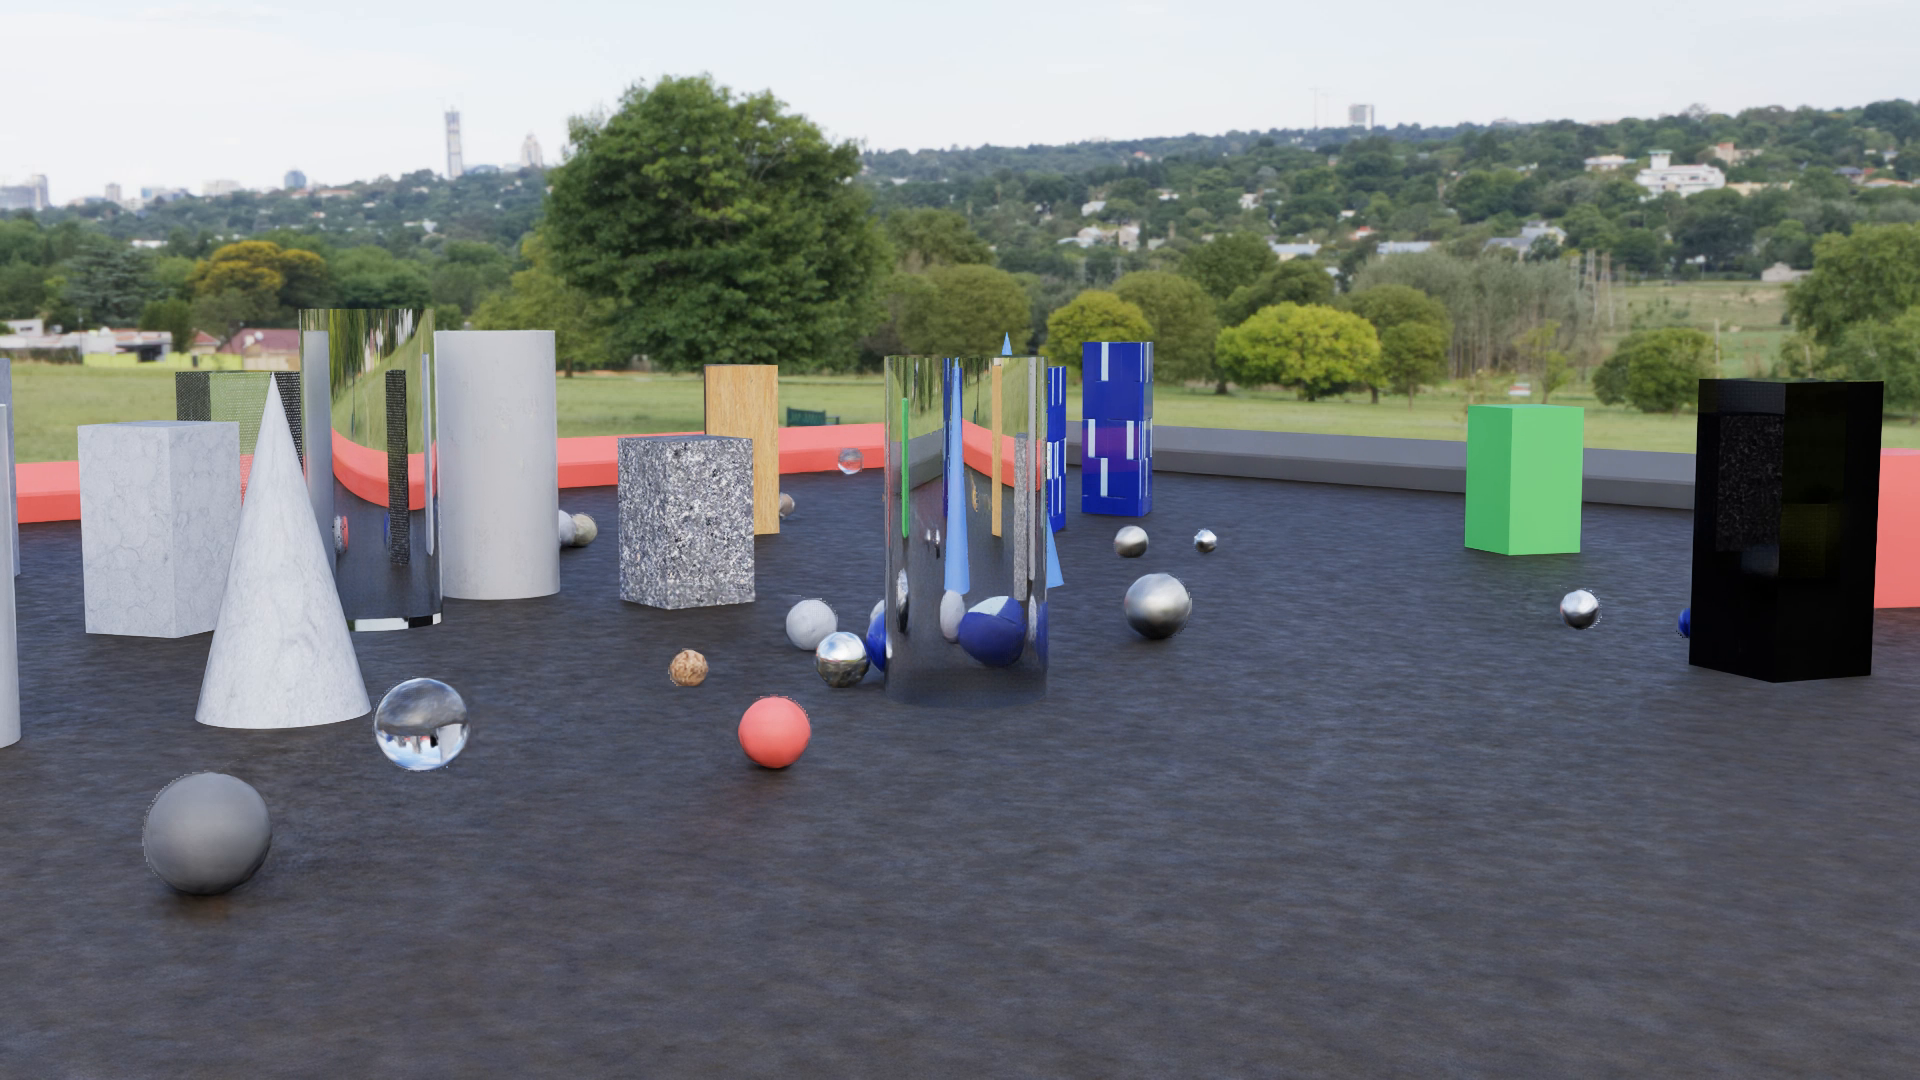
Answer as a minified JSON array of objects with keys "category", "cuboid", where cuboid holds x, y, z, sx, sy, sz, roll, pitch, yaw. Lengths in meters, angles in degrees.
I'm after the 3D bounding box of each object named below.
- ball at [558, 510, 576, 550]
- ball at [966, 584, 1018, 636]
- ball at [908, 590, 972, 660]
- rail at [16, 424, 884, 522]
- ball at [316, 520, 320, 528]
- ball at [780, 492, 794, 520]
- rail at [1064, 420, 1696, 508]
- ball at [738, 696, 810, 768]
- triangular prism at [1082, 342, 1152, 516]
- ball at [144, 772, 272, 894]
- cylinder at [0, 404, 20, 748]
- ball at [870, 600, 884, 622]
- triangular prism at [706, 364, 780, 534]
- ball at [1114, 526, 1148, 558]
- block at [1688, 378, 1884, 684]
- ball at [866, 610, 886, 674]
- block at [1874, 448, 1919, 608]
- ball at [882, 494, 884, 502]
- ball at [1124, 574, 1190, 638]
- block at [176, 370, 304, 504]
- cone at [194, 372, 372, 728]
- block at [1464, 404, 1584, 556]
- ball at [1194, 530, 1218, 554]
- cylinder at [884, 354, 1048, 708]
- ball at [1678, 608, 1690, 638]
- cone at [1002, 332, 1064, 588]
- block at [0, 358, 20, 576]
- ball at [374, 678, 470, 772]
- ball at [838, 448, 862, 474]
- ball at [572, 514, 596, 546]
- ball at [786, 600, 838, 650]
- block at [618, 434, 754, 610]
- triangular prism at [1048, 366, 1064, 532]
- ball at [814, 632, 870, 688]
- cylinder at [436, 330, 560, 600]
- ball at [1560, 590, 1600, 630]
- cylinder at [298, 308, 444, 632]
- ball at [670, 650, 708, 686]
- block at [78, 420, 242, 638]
[{"category":"ball","cuboid":[-0.742,-0.019,4.034,0.074,0.074,0.074,0,6,0]},{"category":"ball","cuboid":[0.043,0.094,2.986,0.070,0.070,0.070,0,6,0]},{"category":"ball","cuboid":[-0.030,0.108,2.774,0.089,0.089,0.089,0,6,0]},{"category":"rail","cuboid":[-1.480,-0.138,4.927,4.435,0.121,0.045,-6,8,-42]},{"category":"ball","cuboid":[-1.207,-0.019,3.995,0.083,0.083,0.083,0,6,0]},{"category":"ball","cuboid":[-0.375,-0.071,4.614,0.056,0.056,0.056,0,6,0]},{"category":"rail","cuboid":[1.612,-0.126,4.812,0.045,0.121,4.413,-6,8,-42]},{"category":"ball","cuboid":[-0.180,0.186,2.128,0.069,0.069,0.069,0,6,0]},{"category":"triangular prism","cuboid":[0.371,-0.244,4.760,0.161,0.369,0.139,5,8,42]},{"category":"ball","cuboid":[-0.571,0.223,1.672,0.092,0.092,0.092,0,6,0]},{"category":"cylinder","cuboid":[-1.061,0.037,2.230,0.186,0.344,0.186,0,6,0]},{"category":"ball","cuboid":[-0.090,0.106,2.928,0.059,0.059,0.059,0,6,0]},{"category":"triangular prism","cuboid":[-0.463,-0.180,4.336,0.161,0.330,0.139,-5,8,-38]},{"category":"ball","cuboid":[0.304,0.004,3.893,0.060,0.060,0.060,0,6,0]},{"category":"block","cuboid":[1.007,-0.017,2.687,0.149,0.356,0.149,-2,7,-22]},{"category":"ball","cuboid":[-0.069,0.122,2.644,0.089,0.089,0.089,0,6,0]},{"category":"block","cuboid":[1.401,-0.021,3.333,0.149,0.227,0.149,-1,6,-11]},{"category":"ball","cuboid":[-0.138,-0.092,4.786,0.061,0.061,0.061,0,6,0]},{"category":"ball","cuboid":[0.266,0.088,2.960,0.088,0.088,0.088,0,6,0]},{"category":"block","cuboid":[-1.248,-0.126,3.819,0.149,0.333,0.149,5,8,39]},{"category":"cone","cuboid":[-0.744,0.003,2.402,0.186,0.375,0.186,0,6,0]},{"category":"block","cuboid":[1.034,-0.114,4.034,0.149,0.263,0.149,-2,6,-18]},{"category":"ball","cuboid":[0.445,0.003,3.985,0.042,0.042,0.042,0,6,0]},{"category":"cylinder","cuboid":[0.007,-0.015,2.515,0.186,0.388,0.186,0,6,0]},{"category":"ball","cuboid":[0.987,0.111,2.953,0.045,0.045,0.045,0,6,0]},{"category":"cone","cuboid":[0.075,-0.133,3.537,0.186,0.406,0.186,0,6,0]},{"category":"block","cuboid":[-1.632,-0.113,3.574,0.149,0.359,0.149,-1,6,-10]},{"category":"ball","cuboid":[-0.517,0.177,2.113,0.090,0.090,0.090,0,6,0]},{"category":"ball","cuboid":[-0.293,-0.209,5.859,0.067,0.067,0.067,0,6,0]},{"category":"ball","cuboid":[-0.707,-0.018,4.094,0.059,0.059,0.059,0,6,0]},{"category":"ball","cuboid":[-0.193,0.110,2.853,0.067,0.067,0.067,0,6,0]},{"category":"block","cuboid":[-0.416,-0.031,3.334,0.149,0.247,0.149,-5,8,-37]},{"category":"triangular prism","cuboid":[0.167,-0.186,4.430,0.161,0.324,0.139,5,8,40]},{"category":"ball","cuboid":[-0.138,0.140,2.581,0.065,0.065,0.065,0,6,0]},{"category":"cylinder","cuboid":[-0.721,-0.121,3.424,0.186,0.407,0.186,0,6,0]},{"category":"ball","cuboid":[0.858,0.097,3.043,0.054,0.054,0.054,0,6,0]},{"category":"cylinder","cuboid":[-0.829,-0.104,3.098,0.186,0.441,0.186,0,6,0]},{"category":"ball","cuboid":[-0.318,0.151,2.583,0.043,0.043,0.043,0,6,0]},{"category":"block","cuboid":[-1.103,-0.019,3.044,0.149,0.284,0.149,2,6,19]}]
